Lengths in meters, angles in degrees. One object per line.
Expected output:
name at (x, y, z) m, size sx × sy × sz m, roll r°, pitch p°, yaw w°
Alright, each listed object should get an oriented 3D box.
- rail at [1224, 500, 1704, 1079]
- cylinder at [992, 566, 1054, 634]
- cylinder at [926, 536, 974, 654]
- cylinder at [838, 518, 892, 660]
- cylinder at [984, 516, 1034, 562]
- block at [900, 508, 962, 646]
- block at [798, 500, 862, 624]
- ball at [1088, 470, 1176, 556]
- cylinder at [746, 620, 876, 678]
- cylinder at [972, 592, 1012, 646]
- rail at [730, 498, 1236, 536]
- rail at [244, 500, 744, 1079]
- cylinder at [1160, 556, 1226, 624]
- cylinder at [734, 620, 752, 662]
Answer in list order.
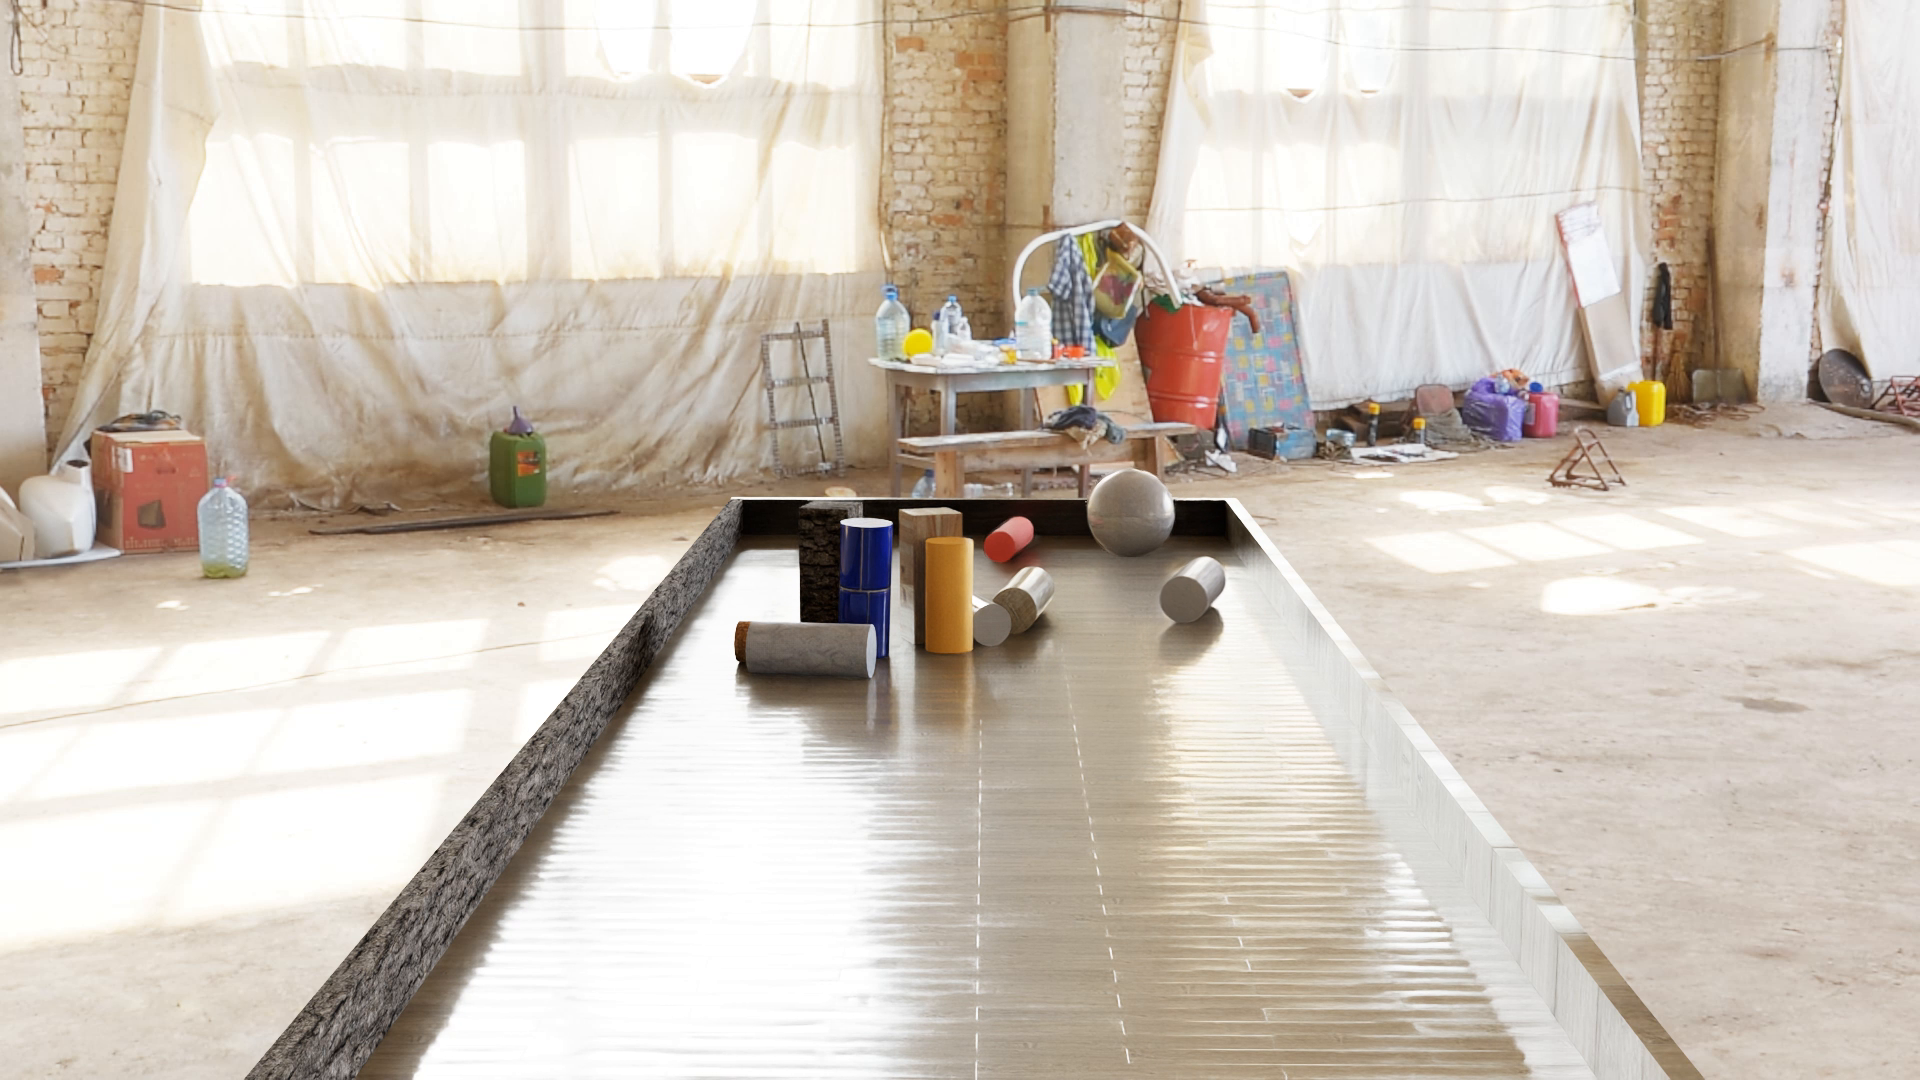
rail at (1.046, 0.843, 3.208) m, size 0.050 × 0.150 × 12.000 m, roll 0°, pitch 9°, yaw 1°
cylinder at (0.210, 0.197, 7.289) m, size 0.151 × 0.151 × 0.411 m, roll 2°, pitch 9°, yaw 10°
cylinder at (-0.033, 0.171, 6.833) m, size 0.148 × 0.343 × 0.148 m, roll 0°, pitch 9°, yaw 0°
cylinder at (-0.291, 0.149, 6.731) m, size 0.160 × 0.412 × 0.160 m, roll 2°, pitch 11°, yaw 0°
cylinder at (0.196, -0.003, 8.642) m, size 0.122 × 0.122 × 0.397 m, roll 2°, pitch 9°, yaw 12°
block at (-0.092, 0.113, 6.975) m, size 0.160 × 0.411 × 0.160 m, roll -3°, pitch 8°, yaw -17°
block at (-0.405, 0.108, 6.922) m, size 0.161 × 0.440 × 0.161 m, roll 2°, pitch 9°, yaw 13°
ball at (0.667, -0.106, 8.584) m, size 0.342 × 0.342 × 0.342 m, roll 0°, pitch 9°, yaw 0°
cylinder at (-0.437, 0.322, 6.478) m, size 0.359 × 0.157 × 0.157 m, roll 1°, pitch 9°, yaw 8°
cylinder at (0.045, 0.242, 7.055) m, size 0.135 × 0.135 × 0.339 m, roll -3°, pitch 9°, yaw -18°
rail at (0.099, -0.098, 9.147) m, size 2.100 × 0.150 × 0.050 m, roll 0°, pitch 9°, yaw 1°
rail at (-1.004, 0.839, 3.234) m, size 0.050 × 0.150 × 12.000 m, roll 0°, pitch 9°, yaw 1°
cylinder at (0.791, 0.167, 7.446) m, size 0.159 × 0.159 × 0.397 m, roll 3°, pitch 9°, yaw 16°
cylinder at (-0.470, 0.312, 6.641) m, size 0.406 × 0.125 × 0.125 m, roll 2°, pitch 9°, yaw 10°
